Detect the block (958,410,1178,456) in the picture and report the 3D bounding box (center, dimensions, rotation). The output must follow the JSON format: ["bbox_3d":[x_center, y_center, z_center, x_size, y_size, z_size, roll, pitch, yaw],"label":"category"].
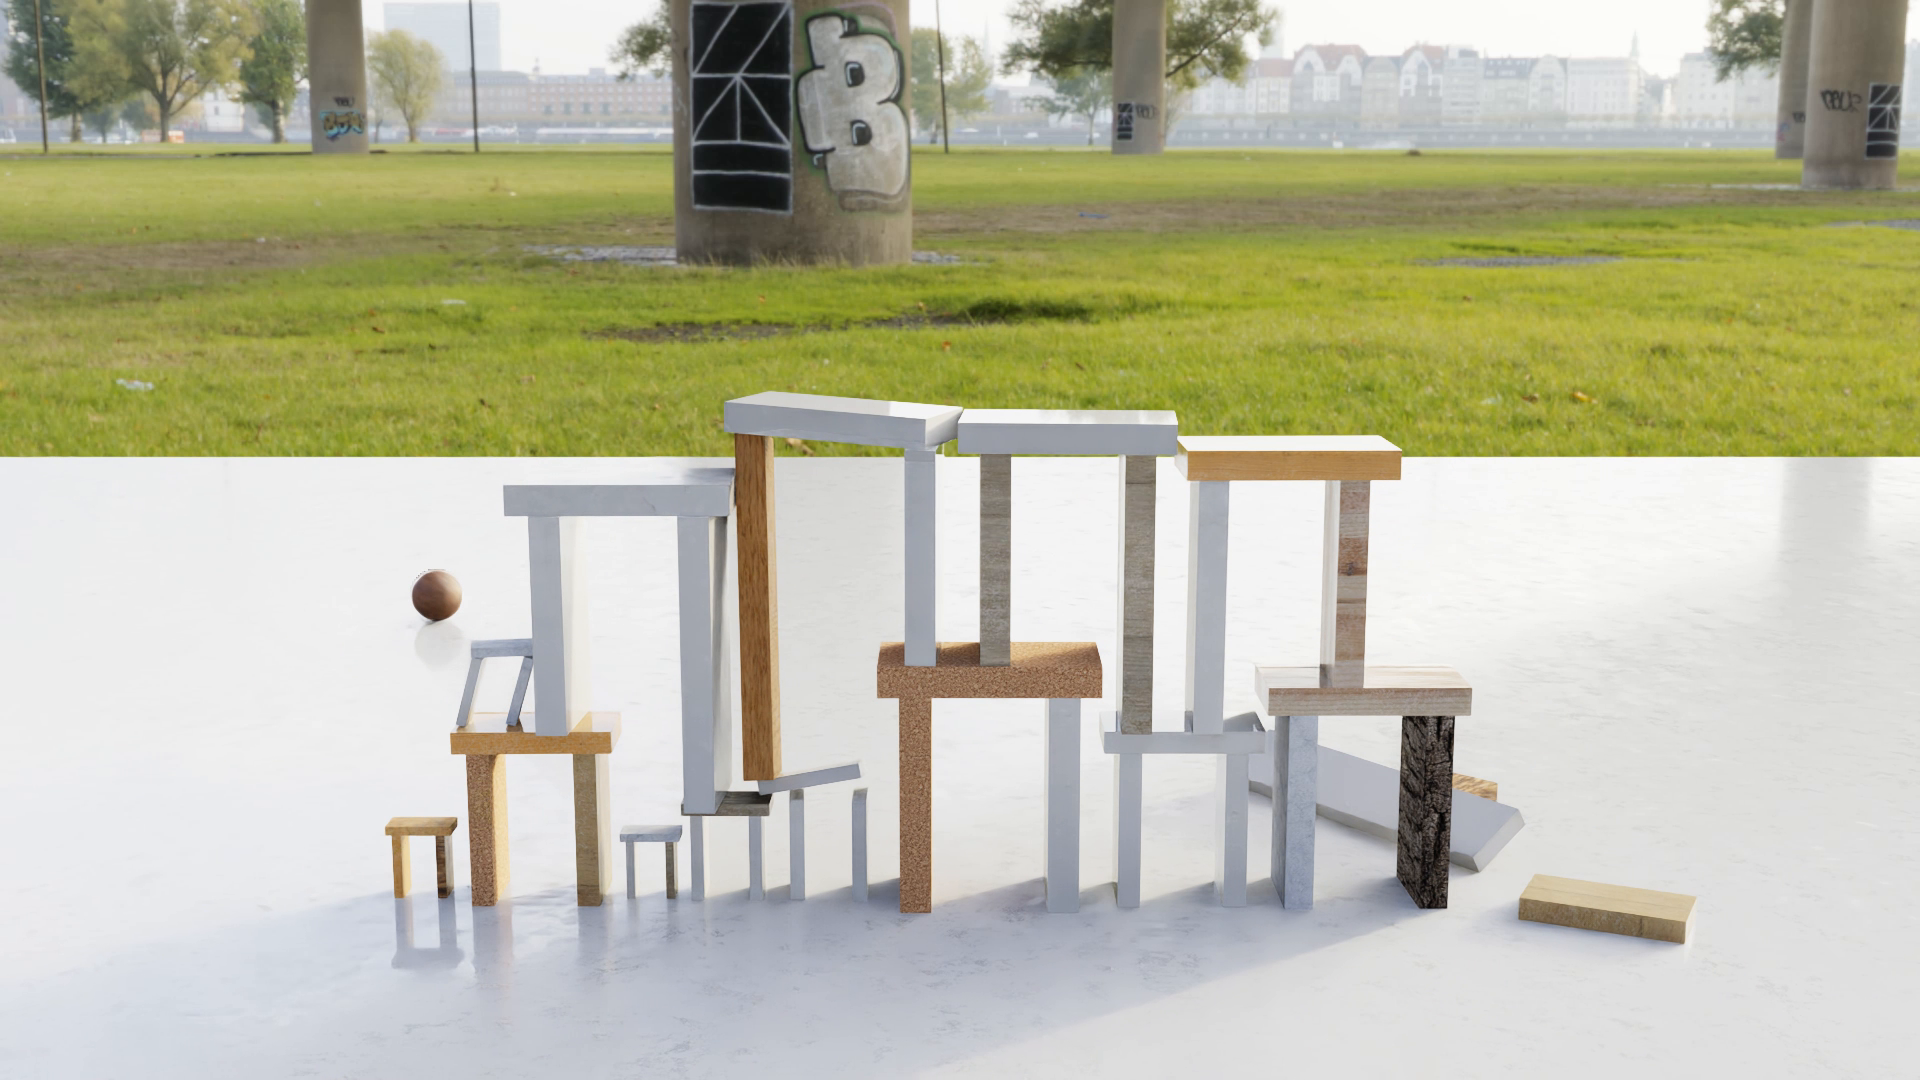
[{"bbox_3d":[0.173,-0.173,3.517,0.343,0.049,0.171,1,11,4],"label":"block"}]

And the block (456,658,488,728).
[{"bbox_3d":[-0.799,0.243,3.601,0.016,0.116,0.058,15,10,-4],"label":"block"}]

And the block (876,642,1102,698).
[{"bbox_3d":[0.048,0.211,3.596,0.360,0.051,0.180,0,11,0],"label":"block"}]

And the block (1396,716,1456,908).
[{"bbox_3d":[0.771,0.428,3.648,0.046,0.327,0.163,0,11,-2],"label":"block"}]

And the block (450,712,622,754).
[{"bbox_3d":[-0.695,0.317,3.619,0.259,0.037,0.130,0,11,-1],"label":"block"}]

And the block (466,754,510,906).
[{"bbox_3d":[-0.782,0.462,3.649,0.037,0.259,0.130,0,11,0],"label":"block"}]

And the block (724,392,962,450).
[{"bbox_3d":[-0.189,-0.196,3.579,0.347,0.049,0.174,6,11,19],"label":"block"}]

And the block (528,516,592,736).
[{"bbox_3d":[-0.651,0.123,3.585,0.050,0.356,0.178,1,11,3],"label":"block"}]

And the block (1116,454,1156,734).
[{"bbox_3d":[0.285,0.073,3.573,0.049,0.456,0.171,0,11,1],"label":"block"}]

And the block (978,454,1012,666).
[{"bbox_3d":[0.056,0.017,3.562,0.049,0.343,0.171,0,11,0],"label":"block"}]

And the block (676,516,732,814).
[{"bbox_3d":[-0.416,0.187,3.597,0.050,0.486,0.178,1,11,3],"label":"block"}]

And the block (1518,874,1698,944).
[{"bbox_3d":[1.045,0.594,3.549,0.258,0.037,0.129,5,12,25],"label":"block"}]

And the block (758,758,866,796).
[{"bbox_3d":[-0.245,0.393,3.646,0.170,0.024,0.085,-10,-1,4],"label":"block"}]

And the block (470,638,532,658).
[{"bbox_3d":[-0.740,0.176,3.595,0.116,0.016,0.058,-2,11,-10],"label":"block"}]

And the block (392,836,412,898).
[{"bbox_3d":[-0.930,0.536,3.663,0.015,0.108,0.054,0,11,0],"label":"block"}]

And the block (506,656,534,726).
[{"bbox_3d":[-0.719,0.242,3.606,0.016,0.116,0.058,16,9,-8],"label":"block"}]

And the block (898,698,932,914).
[{"bbox_3d":[-0.072,0.414,3.633,0.051,0.360,0.180,0,11,0],"label":"block"}]

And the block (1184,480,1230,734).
[{"bbox_3d":[0.401,0.094,3.577,0.048,0.413,0.169,1,11,1],"label":"block"}]

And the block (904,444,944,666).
[{"bbox_3d":[-0.057,0.015,3.562,0.049,0.347,0.174,1,11,4],"label":"block"}]

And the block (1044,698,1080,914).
[{"bbox_3d":[0.168,0.414,3.633,0.051,0.360,0.180,0,11,0],"label":"block"}]

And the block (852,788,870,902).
[{"bbox_3d":[-0.166,0.506,3.658,0.024,0.170,0.085,0,11,0],"label":"block"}]

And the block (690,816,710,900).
[{"bbox_3d":[-0.433,0.518,3.658,0.021,0.146,0.073,0,11,1],"label":"block"}]

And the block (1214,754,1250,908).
[{"bbox_3d":[0.450,0.462,3.645,0.037,0.261,0.131,0,11,0],"label":"block"}]

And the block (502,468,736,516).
[{"bbox_3d":[-0.543,-0.078,3.557,0.356,0.050,0.178,0,11,-1],"label":"block"}]

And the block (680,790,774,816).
[{"bbox_3d":[-0.385,0.436,3.641,0.146,0.021,0.073,0,11,0],"label":"block"}]

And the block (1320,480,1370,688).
[{"bbox_3d":[0.626,0.056,3.578,0.048,0.337,0.169,0,11,1],"label":"block"}]

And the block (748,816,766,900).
[{"bbox_3d":[-0.336,0.518,3.657,0.021,0.146,0.073,0,11,1],"label":"block"}]

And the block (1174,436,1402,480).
[{"bbox_3d":[0.523,-0.132,3.534,0.338,0.048,0.169,0,11,-1],"label":"block"}]

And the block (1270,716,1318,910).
[{"bbox_3d":[0.553,0.429,3.644,0.046,0.327,0.163,0,11,0],"label":"block"}]

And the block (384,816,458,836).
[{"bbox_3d":[-0.894,0.475,3.652,0.108,0.015,0.054,0,11,0],"label":"block"}]

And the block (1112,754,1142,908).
[{"bbox_3d":[0.276,0.462,3.643,0.037,0.261,0.131,0,11,0],"label":"block"}]

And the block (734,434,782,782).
[{"bbox_3d":[-0.334,0.109,3.654,0.049,0.564,0.174,-2,-1,0],"label":"block"}]

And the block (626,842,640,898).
[{"bbox_3d":[-0.545,0.542,3.659,0.014,0.098,0.049,0,11,0],"label":"block"}]

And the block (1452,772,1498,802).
[{"bbox_3d":[0.882,0.487,4.126,0.258,0.037,0.129,-10,15,-44],"label":"block"}]

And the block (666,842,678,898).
[{"bbox_3d":[-0.480,0.542,3.659,0.014,0.098,0.049,0,11,0],"label":"block"}]

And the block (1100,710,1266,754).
[{"bbox_3d":[0.363,0.315,3.616,0.261,0.037,0.130,0,11,0],"label":"block"}]

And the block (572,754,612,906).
[{"bbox_3d":[-0.609,0.462,3.649,0.037,0.259,0.130,0,11,0],"label":"block"}]

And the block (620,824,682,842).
[{"bbox_3d":[-0.512,0.487,3.649,0.098,0.014,0.049,0,11,0],"label":"block"}]

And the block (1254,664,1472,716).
[{"bbox_3d":[0.658,0.245,3.611,0.327,0.046,0.163,0,11,0],"label":"block"}]

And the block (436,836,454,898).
[{"bbox_3d":[-0.858,0.536,3.663,0.015,0.108,0.054,0,11,0],"label":"block"}]

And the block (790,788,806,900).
[{"bbox_3d":[-0.271,0.504,3.663,0.024,0.170,0.085,-1,10,-4],"label":"block"}]

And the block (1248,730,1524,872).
[{"bbox_3d":[0.749,0.471,4.043,0.129,0.037,0.631,-40,29,-23],"label":"block"}]
